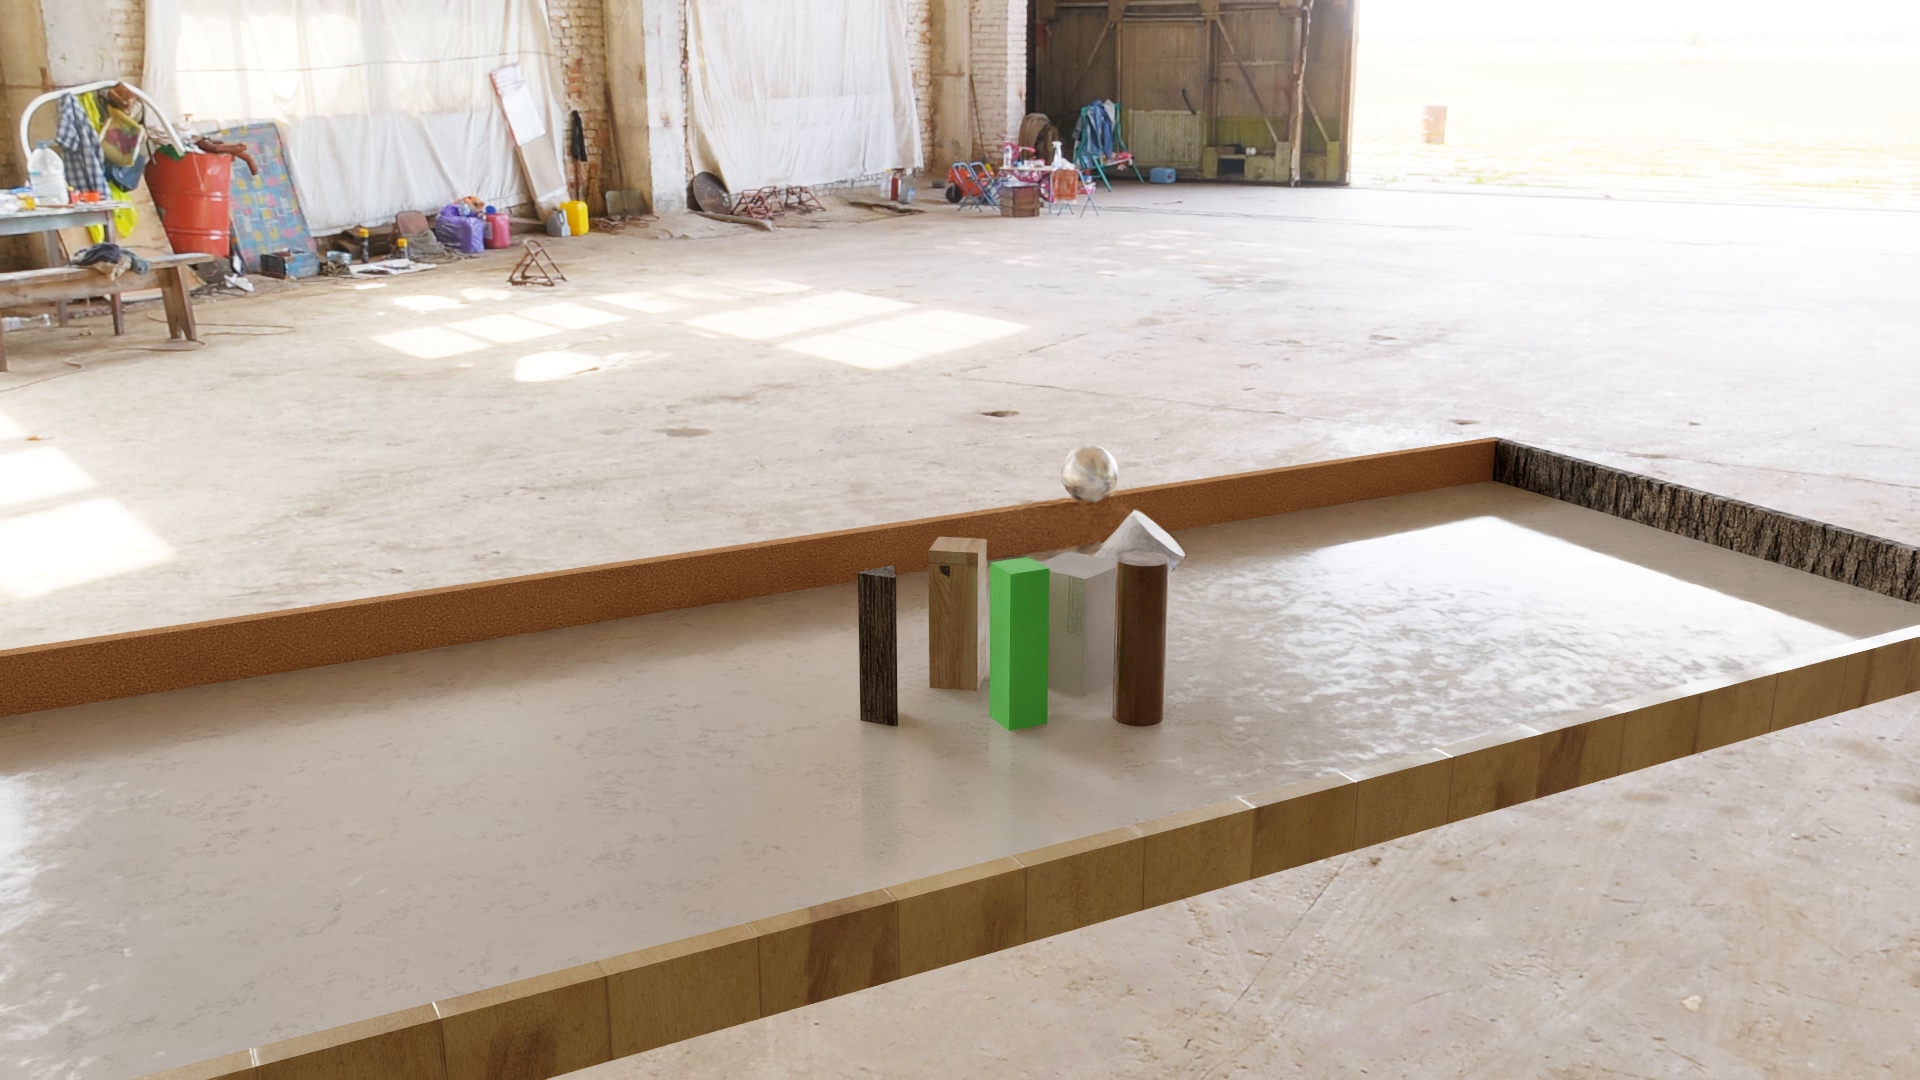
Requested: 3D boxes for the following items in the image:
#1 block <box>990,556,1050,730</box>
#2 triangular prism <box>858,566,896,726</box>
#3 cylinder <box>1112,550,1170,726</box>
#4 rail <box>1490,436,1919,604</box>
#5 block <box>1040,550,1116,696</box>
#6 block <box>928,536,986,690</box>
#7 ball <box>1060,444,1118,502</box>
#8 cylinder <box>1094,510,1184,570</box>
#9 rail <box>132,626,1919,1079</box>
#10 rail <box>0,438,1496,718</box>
[{"bbox_3d":[0.138,0.242,3.852,0.101,0.383,0.101,-8,18,-25],"label":"block"},{"bbox_3d":[-0.176,0.246,3.870,0.096,0.366,0.084,7,18,22],"label":"triangular prism"},{"bbox_3d":[0.423,0.231,3.870,0.123,0.393,0.123,0,16,0],"label":"cylinder"},{"bbox_3d":[2.466,-0.048,5.253,0.050,0.150,2.100,-9,18,-27],"label":"rail"},{"bbox_3d":[0.289,0.206,4.116,0.169,0.303,0.169,13,21,37],"label":"block"},{"bbox_3d":[-0.005,0.183,4.100,0.122,0.357,0.122,3,17,10],"label":"block"},{"bbox_3d":[0.403,-0.206,5.125,0.177,0.177,0.177,0,16,0],"label":"ball"},{"bbox_3d":[0.419,0.101,4.369,0.180,0.323,0.180,38,14,-11],"label":"cylinder"},{"bbox_3d":[-2.336,1.006,1.665,12.000,0.150,0.050,-9,18,-27],"label":"rail"},{"bbox_3d":[-3.305,0.497,3.399,12.000,0.150,0.050,-9,18,-27],"label":"rail"}]
